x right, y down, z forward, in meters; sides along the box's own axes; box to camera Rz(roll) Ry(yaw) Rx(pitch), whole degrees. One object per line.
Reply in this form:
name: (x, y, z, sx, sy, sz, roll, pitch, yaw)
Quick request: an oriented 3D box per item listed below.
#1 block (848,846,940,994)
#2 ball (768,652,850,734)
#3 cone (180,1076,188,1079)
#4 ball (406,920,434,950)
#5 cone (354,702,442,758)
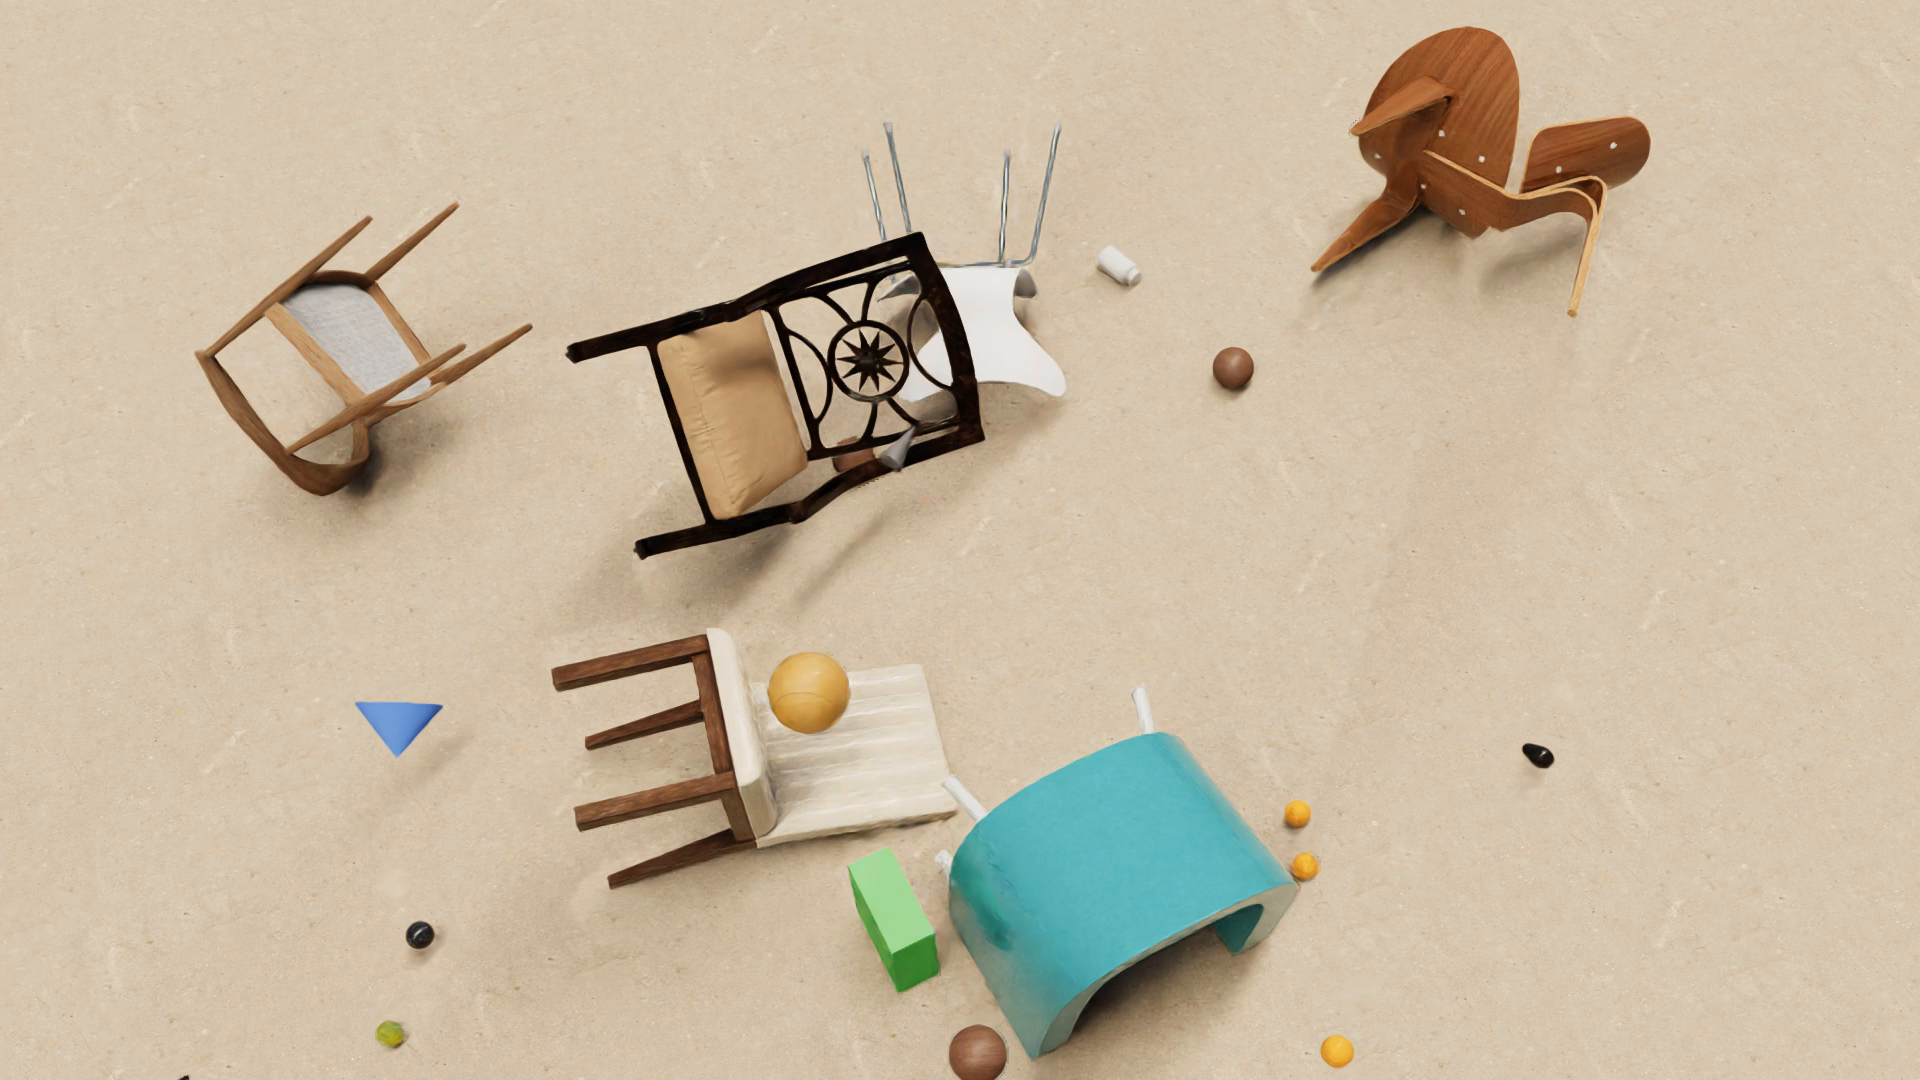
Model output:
block: (-0.171, 0.989, 5.719, 0.119, 0.302, 0.264, -24, 61, -11)
ball: (-0.391, 0.395, 5.701, 0.214, 0.214, 0.214, 0, 56, 0)
cone: (-1.977, 1.426, 5.598, 0.087, 0.061, 0.097, -28, 78, -46)
ball: (-1.418, 1.037, 5.773, 0.075, 0.075, 0.075, 0, 56, 0)
cone: (-1.512, 0.515, 5.917, 0.237, 0.119, 0.145, 5, 80, -26)
